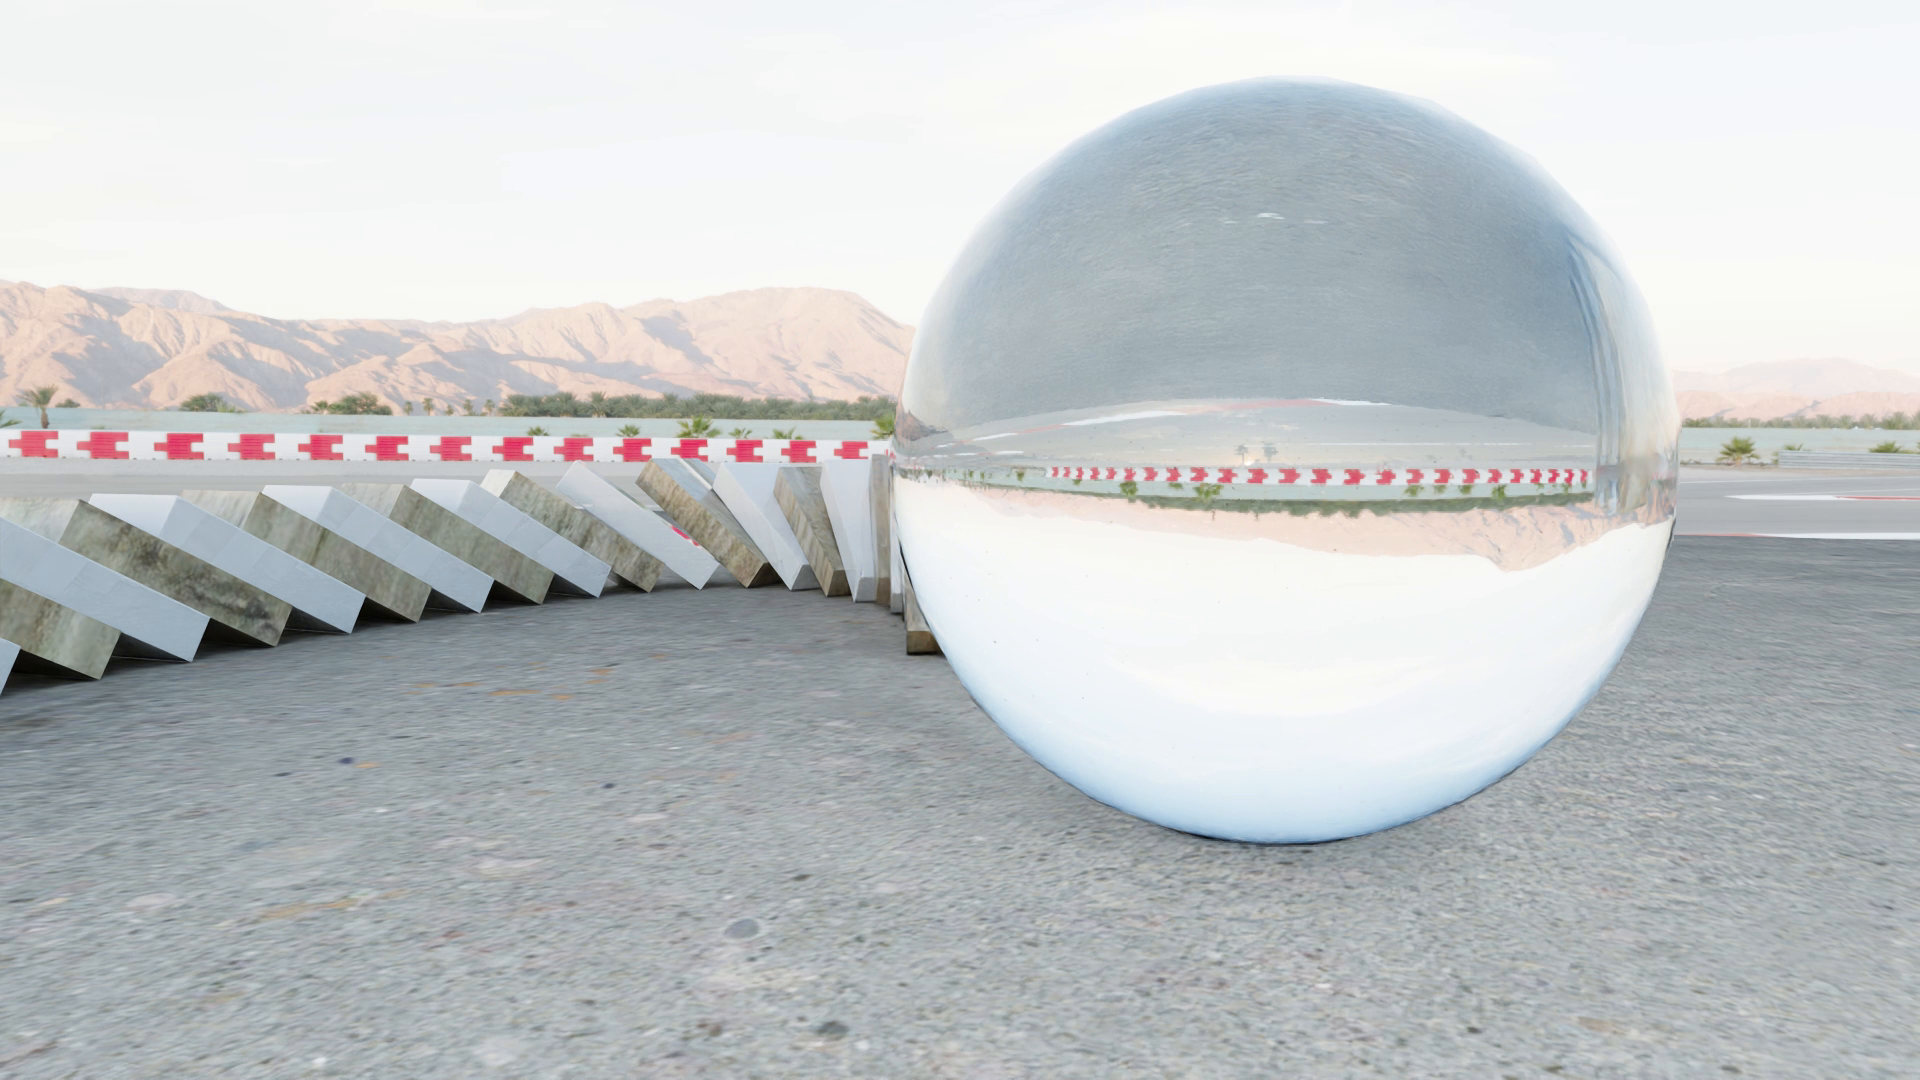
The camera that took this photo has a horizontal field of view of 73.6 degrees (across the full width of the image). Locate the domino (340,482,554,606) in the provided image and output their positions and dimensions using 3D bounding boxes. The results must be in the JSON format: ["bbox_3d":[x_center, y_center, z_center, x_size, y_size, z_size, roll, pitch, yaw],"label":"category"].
[{"bbox_3d":[-0.132,0.002,0.328,0.025,0.010,0.050,3,-24,33],"label":"domino"}]

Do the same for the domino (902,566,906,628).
[{"bbox_3d":[-0.001,-0.003,0.307,0.025,0.050,0.010,0,-35,-5],"label":"domino"}]

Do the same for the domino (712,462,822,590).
[{"bbox_3d":[-0.052,-0.005,0.389,0.025,0.009,0.050,-3,40,-44],"label":"domino"}]

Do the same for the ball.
[{"bbox_3d":[0.032,-0.008,0.139,0.080,0.080,0.080,0,4,0],"label":"ball"}]

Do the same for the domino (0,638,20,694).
[{"bbox_3d":[-0.176,0.011,0.195,0.025,0.009,0.050,1,-25,13],"label":"domino"}]

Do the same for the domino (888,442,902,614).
[{"bbox_3d":[-0.006,-0.005,0.331,0.025,0.050,0.010,0,-35,-5],"label":"domino"}]

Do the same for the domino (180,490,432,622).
[{"bbox_3d":[-0.149,0.004,0.292,0.025,0.009,0.050,2,-24,26],"label":"domino"}]

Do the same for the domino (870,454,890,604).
[{"bbox_3d":[-0.011,-0.003,0.348,0.025,0.009,0.050,2,43,-9],"label":"domino"}]

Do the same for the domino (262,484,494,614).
[{"bbox_3d":[-0.141,0.003,0.311,0.025,0.009,0.050,2,-25,31],"label":"domino"}]

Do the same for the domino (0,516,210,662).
[{"bbox_3d":[-0.168,0.009,0.235,0.025,0.009,0.050,1,-25,19],"label":"domino"}]

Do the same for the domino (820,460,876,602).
[{"bbox_3d":[-0.022,-0.004,0.362,0.025,0.009,0.050,-2,42,-19],"label":"domino"}]

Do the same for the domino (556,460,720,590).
[{"bbox_3d":[-0.095,-0.005,0.381,0.050,0.009,0.025,37,-5,-13],"label":"domino"}]

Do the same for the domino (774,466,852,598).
[{"bbox_3d":[-0.035,-0.003,0.377,0.025,0.010,0.050,-2,38,-29],"label":"domino"}]

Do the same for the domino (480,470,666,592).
[{"bbox_3d":[-0.111,-0.002,0.365,0.050,0.009,0.025,37,-17,-31],"label":"domino"}]

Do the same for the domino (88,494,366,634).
[{"bbox_3d":[-0.156,0.006,0.273,0.025,0.009,0.050,2,-24,23],"label":"domino"}]

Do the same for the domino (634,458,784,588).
[{"bbox_3d":[-0.073,-0.006,0.393,0.050,0.010,0.025,41,18,16],"label":"domino"}]

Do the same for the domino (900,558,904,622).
[{"bbox_3d":[-0.003,-0.004,0.319,0.025,0.050,0.009,-1,-35,-5],"label":"domino"}]

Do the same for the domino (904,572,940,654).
[{"bbox_3d":[0.001,0.000,0.270,0.025,0.050,0.009,0,-34,-5],"label":"domino"}]

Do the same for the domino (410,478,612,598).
[{"bbox_3d":[-0.121,0.000,0.345,0.025,0.009,0.050,3,-25,36],"label":"domino"}]

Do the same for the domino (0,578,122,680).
[{"bbox_3d":[-0.173,0.010,0.216,0.025,0.009,0.050,1,-25,19],"label":"domino"}]

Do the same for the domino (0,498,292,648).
[{"bbox_3d":[-0.162,0.007,0.254,0.025,0.009,0.050,2,-25,22],"label":"domino"}]
